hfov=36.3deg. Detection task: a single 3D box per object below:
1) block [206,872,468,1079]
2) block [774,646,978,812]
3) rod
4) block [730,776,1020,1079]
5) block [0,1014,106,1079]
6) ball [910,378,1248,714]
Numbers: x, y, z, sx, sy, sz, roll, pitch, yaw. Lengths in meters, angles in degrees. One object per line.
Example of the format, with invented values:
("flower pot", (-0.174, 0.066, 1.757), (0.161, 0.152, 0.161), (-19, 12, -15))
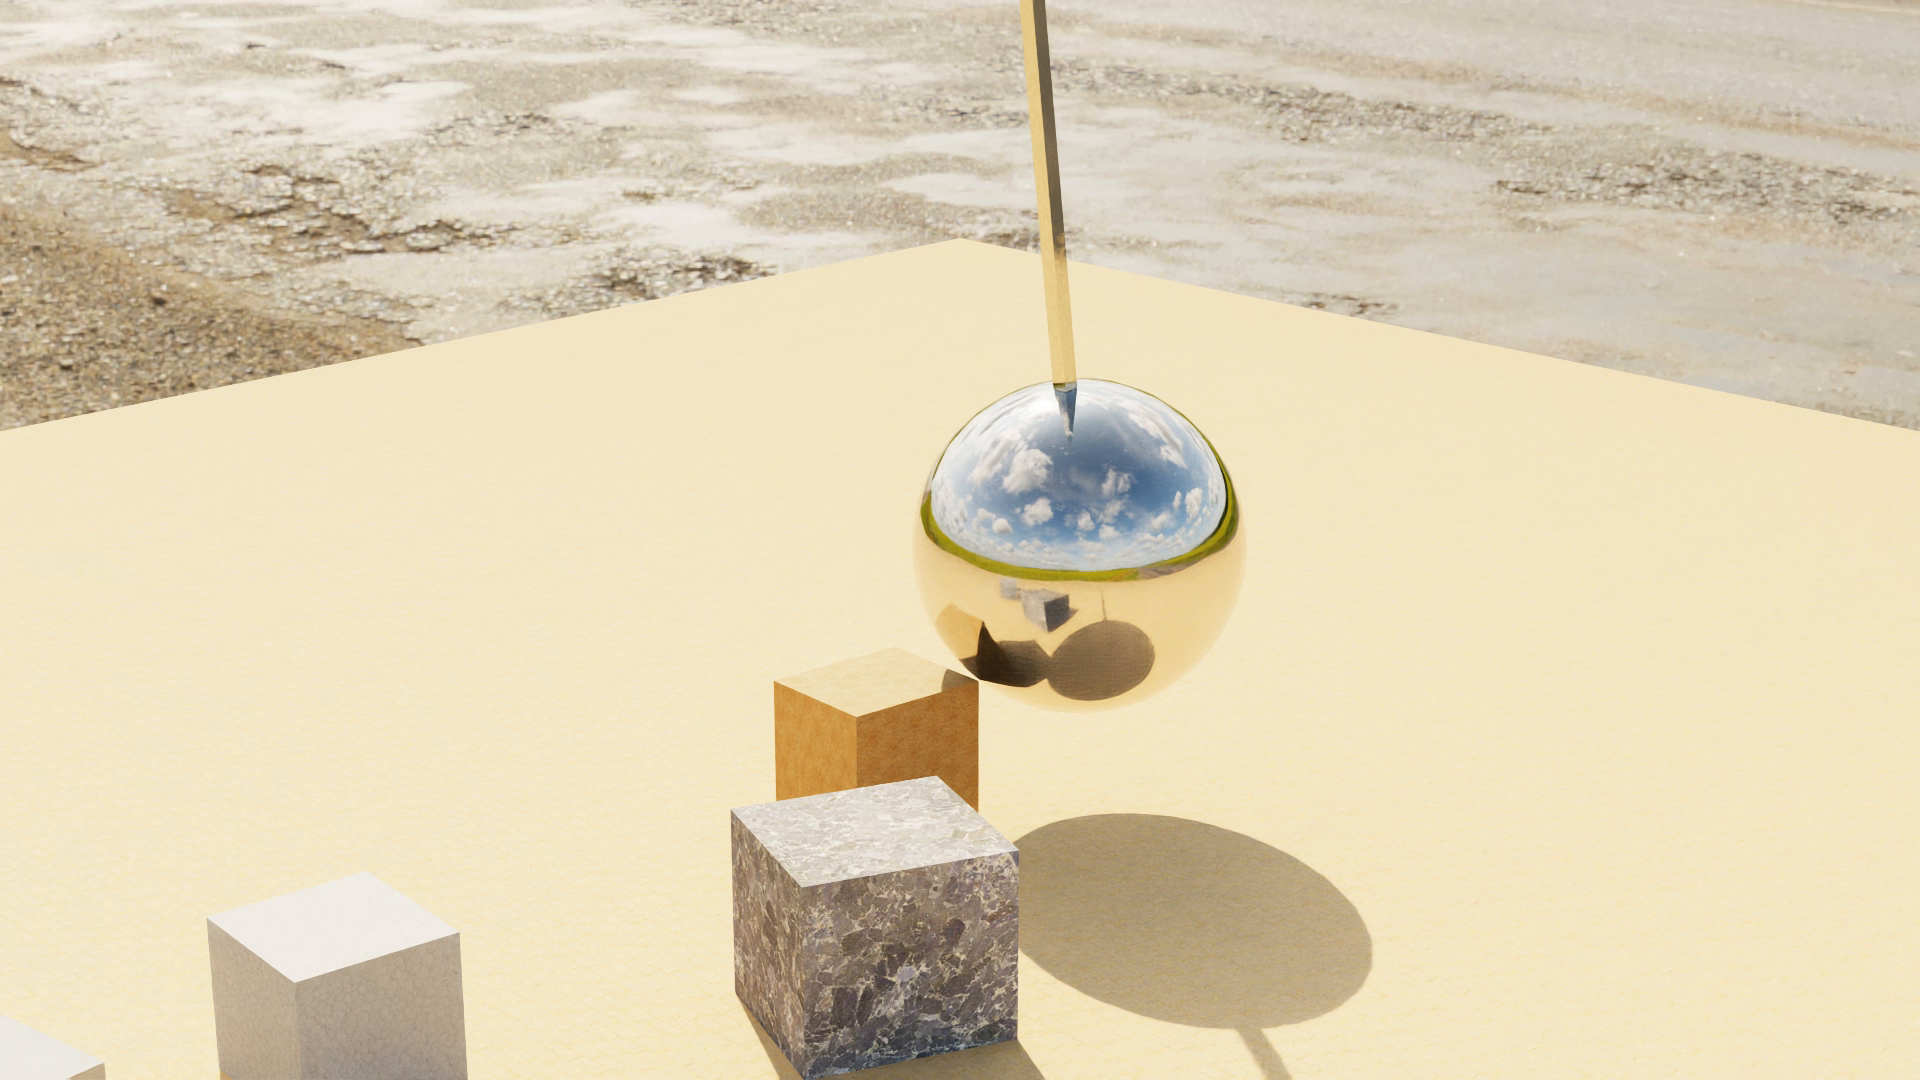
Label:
("block", (-2.441, 1.808, 11.500), (0.701, 0.655, 0.745), (-14, 22, -37))
("block", (-0.396, 1.003, 13.975), (0.739, 0.707, 0.631), (-14, 22, -38))
("rod", (0.245, -3.092, 12.627), (0.080, 5.200, 0.080), (17, 32, 42))
("block", (-0.355, 1.565, 11.979), (0.919, 0.832, 0.853), (-7, 19, -22))
("block", (-3.427, 2.154, 10.414), (0.624, 0.646, 0.535), (13, 22, 36))
("ball", (0.565, 0.027, 13.943), (1.600, 1.600, 1.600), (0, 17, 0))
